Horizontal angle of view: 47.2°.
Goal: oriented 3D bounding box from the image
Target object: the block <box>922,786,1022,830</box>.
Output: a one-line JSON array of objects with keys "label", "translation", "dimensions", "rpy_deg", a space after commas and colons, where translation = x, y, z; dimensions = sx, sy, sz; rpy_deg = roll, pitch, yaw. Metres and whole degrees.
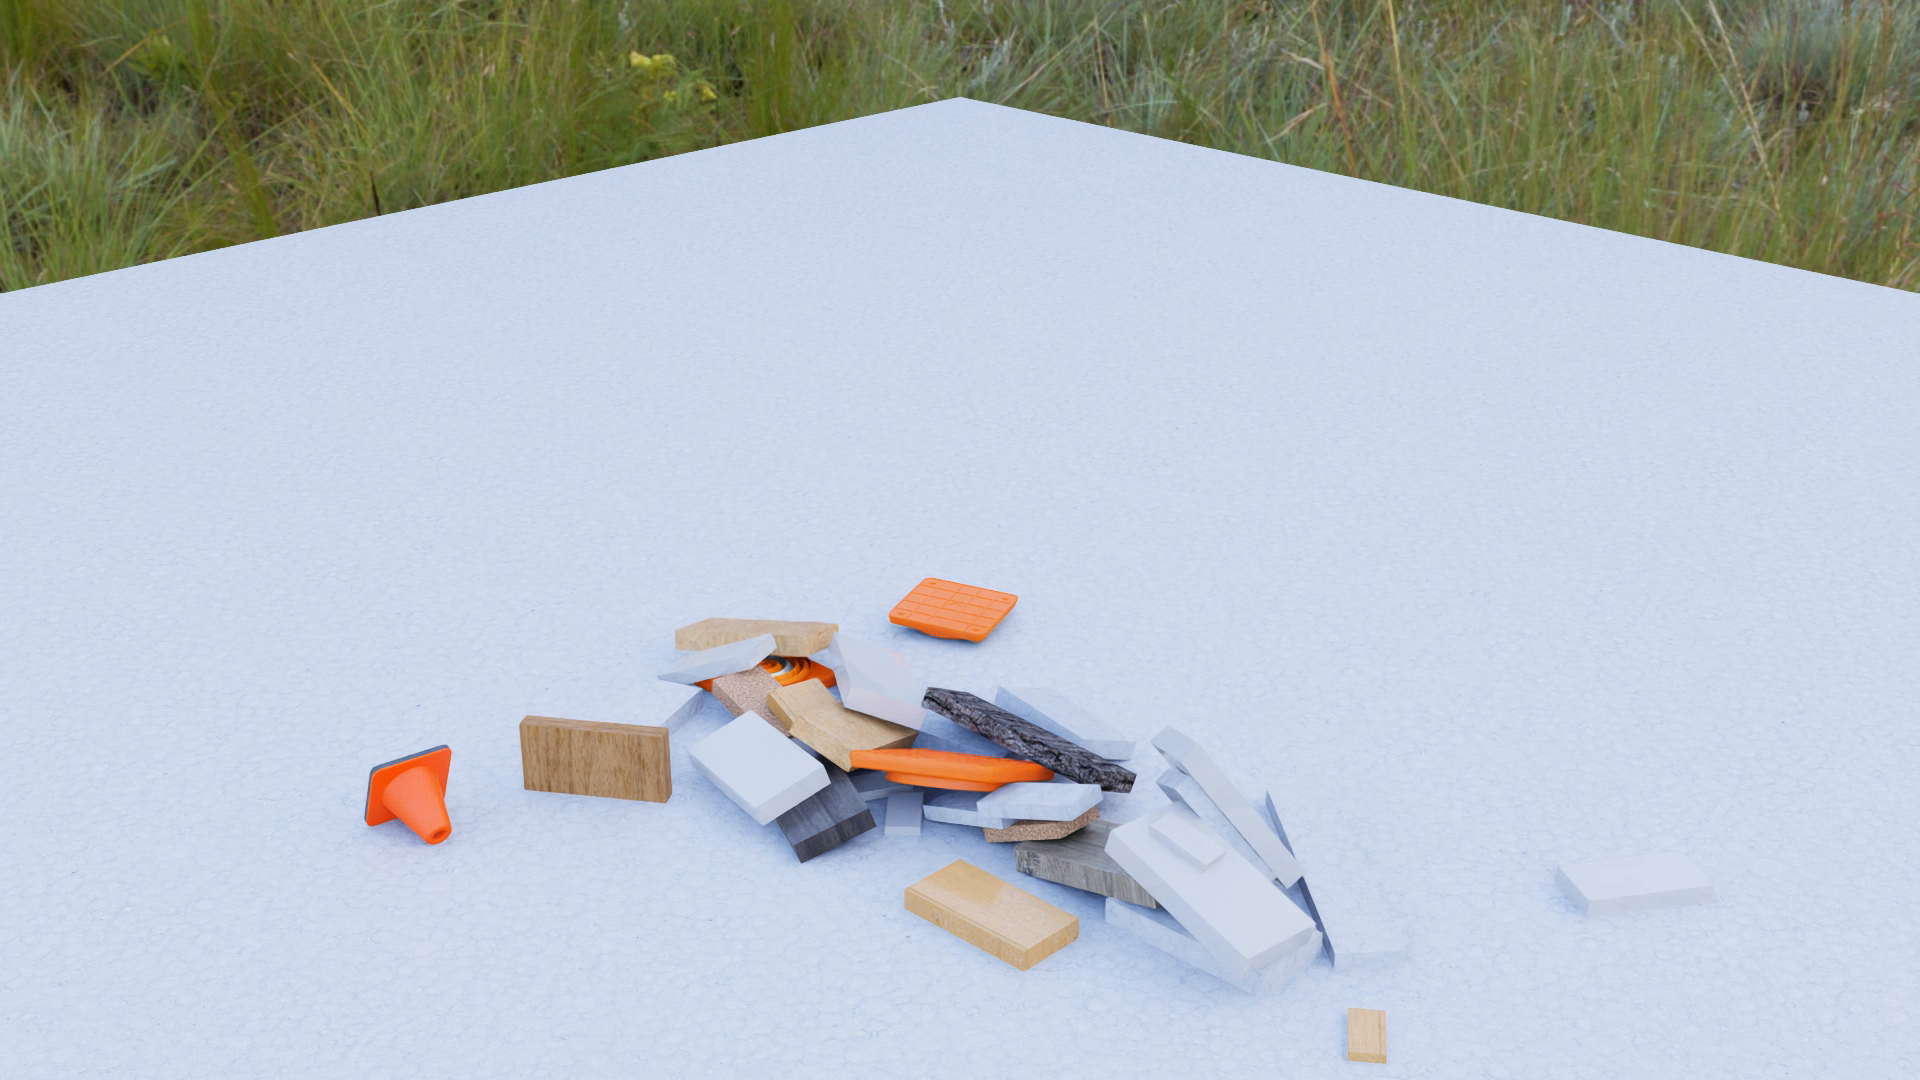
[{"label": "block", "translation": [0.042, 0.533, 4.386], "dimensions": [0.220, 0.031, 0.110], "rpy_deg": [0, 16, 46]}]

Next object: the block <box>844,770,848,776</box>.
[{"label": "block", "translation": [-0.266, 0.510, 4.499], "dimensions": [0.071, 0.020, 0.142], "rpy_deg": [-14, 27, 2]}]

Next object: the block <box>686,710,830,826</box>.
[{"label": "block", "translation": [-0.415, 0.462, 4.492], "dimensions": [0.163, 0.046, 0.326], "rpy_deg": [-31, 30, -21]}]

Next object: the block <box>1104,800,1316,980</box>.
[{"label": "block", "translation": [0.448, 0.624, 3.964], "dimensions": [0.179, 0.051, 0.358], "rpy_deg": [-18, 45, -37]}]

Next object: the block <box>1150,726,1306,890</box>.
[{"label": "block", "translation": [0.504, 0.502, 4.150], "dimensions": [0.048, 0.337, 0.168], "rpy_deg": [-42, 16, -6]}]

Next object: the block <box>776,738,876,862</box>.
[{"label": "block", "translation": [-0.306, 0.511, 4.436], "dimensions": [0.163, 0.046, 0.358], "rpy_deg": [-25, 29, -11]}]

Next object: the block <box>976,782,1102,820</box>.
[{"label": "block", "translation": [0.153, 0.504, 4.248], "dimensions": [0.220, 0.031, 0.110], "rpy_deg": [-3, 14, 38]}]

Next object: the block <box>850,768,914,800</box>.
[{"label": "block", "translation": [-0.175, 0.507, 4.539], "dimensions": [0.142, 0.020, 0.071], "rpy_deg": [-8, 24, -18]}]

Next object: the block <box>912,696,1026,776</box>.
[{"label": "block", "translation": [0.007, 0.416, 4.725], "dimensions": [0.304, 0.043, 0.152], "rpy_deg": [16, 28, 33]}]

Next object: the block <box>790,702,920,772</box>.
[{"label": "block", "translation": [-0.217, 0.401, 4.584], "dimensions": [0.152, 0.043, 0.304], "rpy_deg": [32, 15, 18]}]

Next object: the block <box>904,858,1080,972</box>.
[{"label": "block", "translation": [0.057, 0.692, 4.076], "dimensions": [0.301, 0.043, 0.151], "rpy_deg": [20, 30, 39]}]

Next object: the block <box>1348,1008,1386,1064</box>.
[{"label": "block", "translation": [0.693, 0.844, 3.748], "dimensions": [0.064, 0.018, 0.128], "rpy_deg": [4, 23, 8]}]

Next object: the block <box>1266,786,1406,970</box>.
[{"label": "block", "translation": [0.711, 0.636, 4.215], "dimensions": [0.129, 0.036, 0.602], "rpy_deg": [-2, 23, -4]}]

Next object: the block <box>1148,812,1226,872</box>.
[{"label": "block", "translation": [0.413, 0.548, 3.998], "dimensions": [0.128, 0.018, 0.064], "rpy_deg": [34, 40, 27]}]

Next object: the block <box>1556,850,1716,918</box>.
[{"label": "block", "translation": [1.281, 0.652, 4.177], "dimensions": [0.257, 0.036, 0.129], "rpy_deg": [-5, 23, -11]}]

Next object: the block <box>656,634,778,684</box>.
[{"label": "block", "translation": [-0.546, 0.274, 4.940], "dimensions": [0.247, 0.035, 0.124], "rpy_deg": [-15, 13, 28]}]

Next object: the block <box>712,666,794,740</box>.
[{"label": "block", "translation": [-0.422, 0.367, 4.789], "dimensions": [0.124, 0.035, 0.248], "rpy_deg": [-17, 40, -34]}]

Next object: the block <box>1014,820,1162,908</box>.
[{"label": "block", "translation": [0.293, 0.606, 4.172], "dimensions": [0.179, 0.051, 0.358], "rpy_deg": [-22, 19, -40]}]

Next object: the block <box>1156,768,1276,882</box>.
[{"label": "block", "translation": [0.481, 0.544, 4.145], "dimensions": [0.036, 0.257, 0.129], "rpy_deg": [-42, 8, -9]}]

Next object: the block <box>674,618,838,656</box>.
[{"label": "block", "translation": [-0.468, 0.223, 5.071], "dimensions": [0.337, 0.048, 0.168], "rpy_deg": [2, 9, 23]}]

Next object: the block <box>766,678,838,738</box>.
[{"label": "block", "translation": [-0.299, 0.395, 4.708], "dimensions": [0.124, 0.035, 0.248], "rpy_deg": [-14, 41, -31]}]

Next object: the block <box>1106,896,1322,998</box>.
[{"label": "block", "translation": [0.462, 0.709, 4.025], "dimensions": [0.358, 0.051, 0.179], "rpy_deg": [20, 30, 39]}]

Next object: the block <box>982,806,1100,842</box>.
[{"label": "block", "translation": [0.158, 0.553, 4.300], "dimensions": [0.110, 0.031, 0.220], "rpy_deg": [-22, 6, -40]}]

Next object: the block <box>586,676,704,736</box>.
[{"label": "block", "translation": [-0.708, 0.396, 4.768], "dimensions": [0.163, 0.046, 0.326], "rpy_deg": [9, 25, 21]}]

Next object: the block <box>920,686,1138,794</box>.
[{"label": "block", "translation": [0.139, 0.412, 4.553], "dimensions": [0.460, 0.043, 0.151], "rpy_deg": [23, 6, 36]}]

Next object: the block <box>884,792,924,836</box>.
[{"label": "block", "translation": [-0.112, 0.552, 4.435], "dimensions": [0.071, 0.020, 0.142], "rpy_deg": [1, 23, 2]}]

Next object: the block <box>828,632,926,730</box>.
[{"label": "block", "translation": [-0.186, 0.304, 4.812], "dimensions": [0.168, 0.048, 0.435], "rpy_deg": [19, 9, -12]}]

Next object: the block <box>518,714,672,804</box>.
[{"label": "block", "translation": [-0.746, 0.449, 4.508], "dimensions": [0.304, 0.152, 0.043], "rpy_deg": [4, 23, 10]}]

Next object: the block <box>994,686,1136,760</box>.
[{"label": "block", "translation": [0.224, 0.391, 4.726], "dimensions": [0.151, 0.043, 0.301], "rpy_deg": [6, 15, -38]}]
